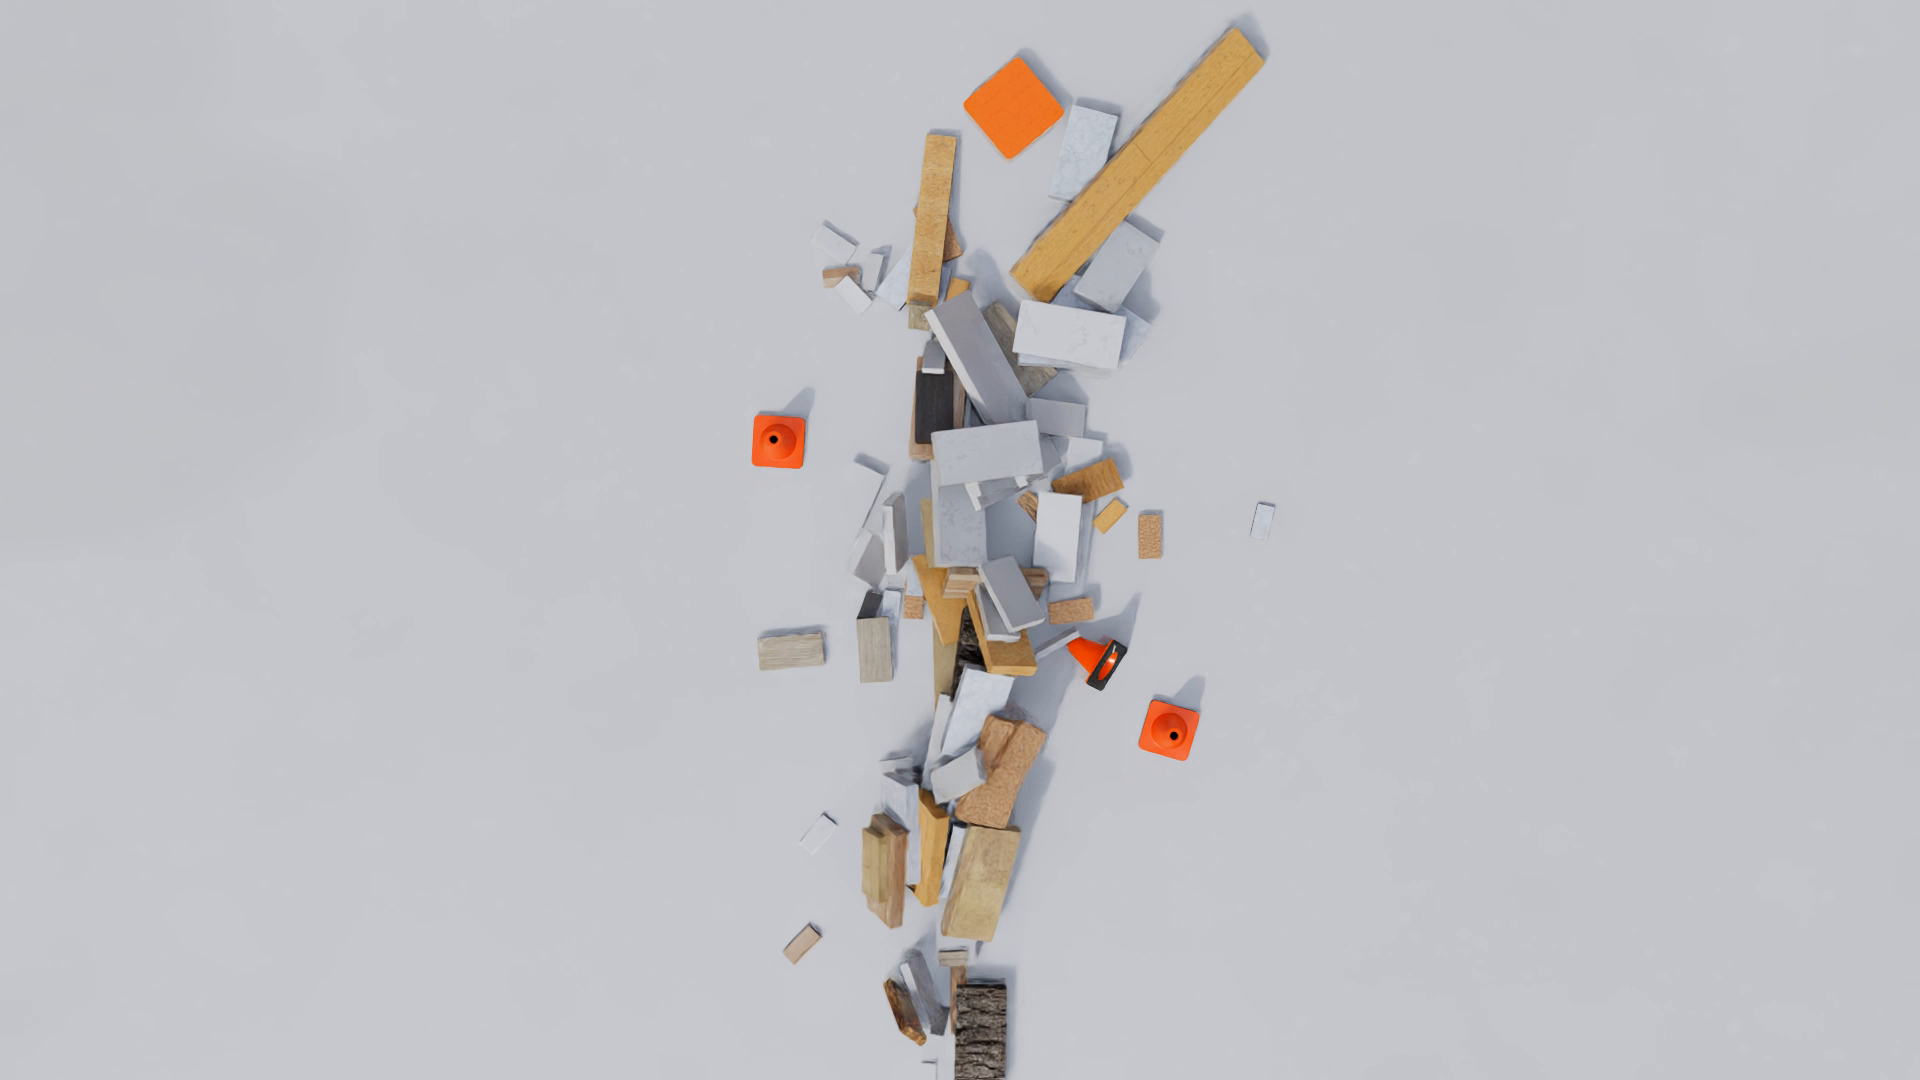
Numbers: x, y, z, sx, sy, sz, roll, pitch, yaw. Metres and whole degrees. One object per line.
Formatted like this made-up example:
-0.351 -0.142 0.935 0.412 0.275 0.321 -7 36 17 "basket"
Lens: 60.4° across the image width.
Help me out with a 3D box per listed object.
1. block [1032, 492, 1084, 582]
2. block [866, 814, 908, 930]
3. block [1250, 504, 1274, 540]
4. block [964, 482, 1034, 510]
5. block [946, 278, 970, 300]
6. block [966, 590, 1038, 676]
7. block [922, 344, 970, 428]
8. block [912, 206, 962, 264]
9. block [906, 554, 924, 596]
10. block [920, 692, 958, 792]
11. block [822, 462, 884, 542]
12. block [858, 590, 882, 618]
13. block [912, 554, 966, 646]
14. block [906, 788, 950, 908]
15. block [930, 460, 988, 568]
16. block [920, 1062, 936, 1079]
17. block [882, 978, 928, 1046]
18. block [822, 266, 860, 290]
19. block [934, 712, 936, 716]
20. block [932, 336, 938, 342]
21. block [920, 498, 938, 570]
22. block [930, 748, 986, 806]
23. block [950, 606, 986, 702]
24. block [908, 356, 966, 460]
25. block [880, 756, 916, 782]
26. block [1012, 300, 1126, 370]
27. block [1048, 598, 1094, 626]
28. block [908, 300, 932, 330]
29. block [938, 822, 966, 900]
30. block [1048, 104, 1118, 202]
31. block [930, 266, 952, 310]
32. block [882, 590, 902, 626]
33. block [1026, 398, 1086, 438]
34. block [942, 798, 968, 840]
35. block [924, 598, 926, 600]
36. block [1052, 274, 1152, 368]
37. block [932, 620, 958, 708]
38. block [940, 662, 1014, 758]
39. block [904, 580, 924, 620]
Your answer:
0.323 -0.011 5.429 0.143 0.041 0.286 6 97 15 "block"
-0.237 1.078 5.376 0.047 0.166 0.331 -5 108 -30 "block"
1.006 -0.059 5.492 0.057 0.016 0.113 14 90 0 "block"
0.125 -0.193 5.415 0.238 0.034 0.119 -25 92 -36 "block"
-0.019 -0.796 5.490 0.073 0.021 0.146 16 90 0 "block"
0.132 0.296 5.295 0.156 0.044 0.311 4 47 -23 "block"
-0.048 -0.476 5.423 0.167 0.047 0.334 2 76 4 "block"
-0.074 -1.025 5.486 0.100 0.028 0.201 -21 90 0 "block"
-0.145 0.118 5.478 0.055 0.016 0.137 5 78 0 "block"
-0.019 0.667 5.370 0.159 0.045 0.318 11 95 0 "block"
-0.355 -0.126 5.483 0.121 0.034 0.243 24 90 0 "block"
-0.301 0.228 5.492 0.055 0.016 0.111 20 90 0 "block"
-0.053 0.186 5.416 0.115 0.033 0.307 -17 80 -15 "block"
-0.115 0.999 5.351 0.048 0.171 0.342 -8 119 -29 "block"
-0.004 -0.102 5.368 0.167 0.047 0.386 4 76 -25 "block"
-0.107 1.788 5.493 0.047 0.013 0.094 3 90 0 "block"
-0.180 1.539 5.377 0.031 0.220 0.110 -41 122 5 "block"
-0.395 -0.873 5.491 0.121 0.017 0.060 -6 90 0 "block"
-0.004 0.623 5.451 0.159 0.045 0.318 1 80 0 "block"
-0.042 -0.713 5.444 0.021 0.073 0.146 32 96 -2 "block"
-0.063 -0.022 5.386 0.115 0.033 0.230 -5 79 -7 "block"
-0.006 0.754 5.232 0.216 0.031 0.108 -34 54 38 "block"
0.067 0.383 5.347 0.156 0.044 0.311 13 71 -13 "block"
-0.068 -0.427 5.363 0.167 0.047 0.334 4 76 5 "block"
-0.199 0.835 5.485 0.107 0.030 0.214 -9 90 0 "block"
0.355 -0.666 5.360 0.344 0.049 0.172 10 92 4 "block"
0.367 0.236 5.459 0.145 0.021 0.072 -8 90 0 "block"
-0.133 -0.740 5.432 0.071 0.141 0.020 7 64 0 "block"
0.010 1.052 5.382 0.130 0.037 0.260 9 105 -13 "block"
0.408 -1.272 5.478 0.154 0.044 0.309 15 90 0 "block"
-0.076 -0.835 5.478 0.073 0.021 0.146 12 89 18 "block"
-0.230 0.225 5.492 0.055 0.016 0.111 6 90 0 "block"
0.313 -0.402 5.428 0.217 0.031 0.108 4 90 -33 "block"
0.011 0.873 5.354 0.130 0.037 0.260 18 117 -20 "block"
-0.101 0.151 5.474 0.014 0.051 0.102 3 90 -18 "block"
0.458 -0.724 5.427 0.317 0.045 0.158 35 71 3 "block"
-0.007 0.423 5.441 0.159 0.045 0.318 -2 78 -1 "block"
0.053 0.551 5.262 0.156 0.044 0.311 12 110 -12 "block"
-0.153 0.200 5.491 0.063 0.018 0.125 3 90 0 "block"
